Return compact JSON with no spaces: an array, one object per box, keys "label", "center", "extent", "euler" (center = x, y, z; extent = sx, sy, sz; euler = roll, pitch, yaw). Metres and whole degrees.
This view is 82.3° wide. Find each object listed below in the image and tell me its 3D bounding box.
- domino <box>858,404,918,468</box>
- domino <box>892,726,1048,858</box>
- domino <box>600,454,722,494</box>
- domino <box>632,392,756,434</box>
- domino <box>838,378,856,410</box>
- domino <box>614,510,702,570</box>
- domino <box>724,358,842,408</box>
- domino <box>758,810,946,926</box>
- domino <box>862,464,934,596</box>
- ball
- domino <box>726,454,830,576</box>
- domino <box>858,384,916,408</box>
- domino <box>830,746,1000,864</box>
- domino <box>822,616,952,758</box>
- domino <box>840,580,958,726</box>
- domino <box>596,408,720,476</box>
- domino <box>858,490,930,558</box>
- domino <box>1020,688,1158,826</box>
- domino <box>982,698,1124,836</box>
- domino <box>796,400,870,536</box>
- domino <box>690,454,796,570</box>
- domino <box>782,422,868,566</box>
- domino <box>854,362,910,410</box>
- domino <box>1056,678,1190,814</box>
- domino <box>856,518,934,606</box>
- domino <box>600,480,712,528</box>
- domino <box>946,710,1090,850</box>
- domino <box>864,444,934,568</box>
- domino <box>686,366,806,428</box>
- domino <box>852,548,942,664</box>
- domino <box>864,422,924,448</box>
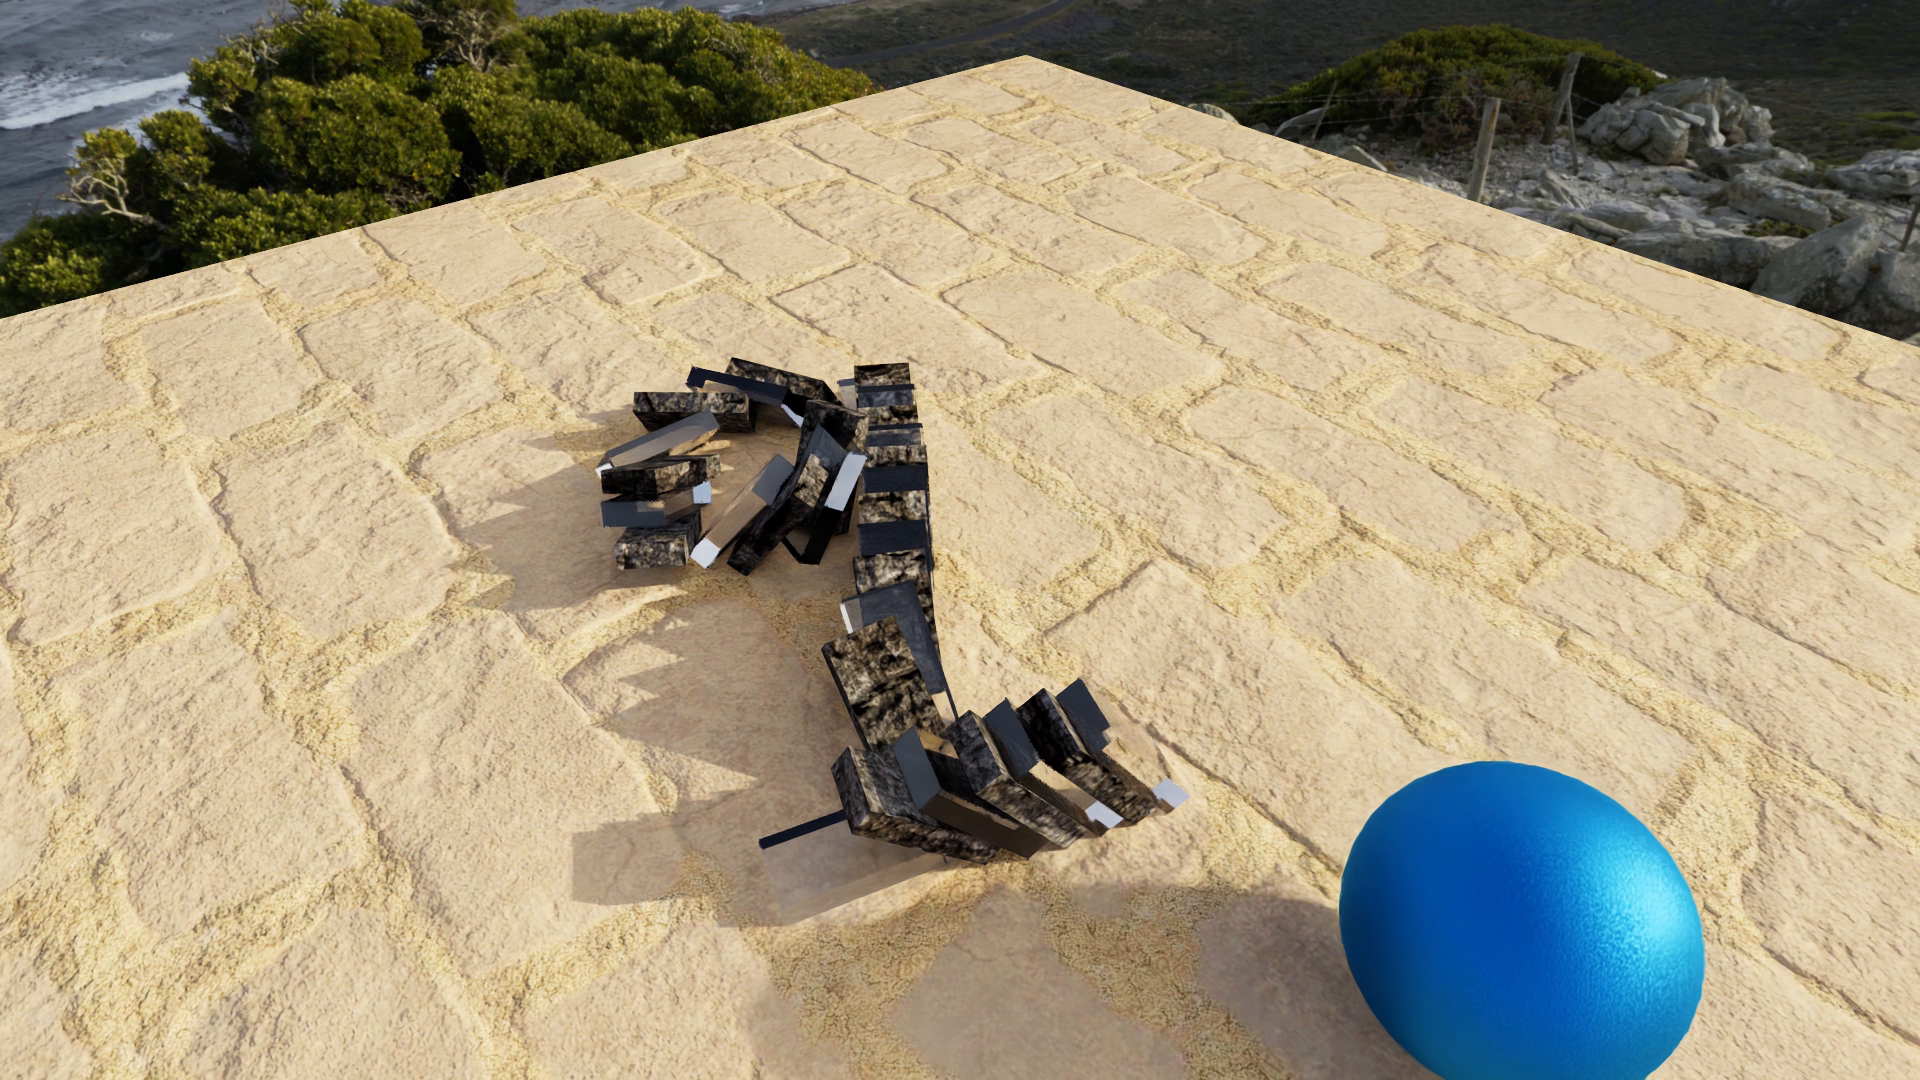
[{"label":"domino","center":[-0.028,-0.032,0.462],"extent":[0.025,0.010,0.050],"euler":[-5,72,-6]},{"label":"domino","center":[0.004,0.075,0.325],"extent":[0.009,0.050,0.025],"euler":[-45,40,13]},{"label":"domino","center":[-0.123,-0.028,0.457],"extent":[0.025,0.009,0.050],"euler":[0,11,18]},{"label":"domino","center":[-0.120,-0.058,0.501],"extent":[0.050,0.025,0.010],"euler":[1,75,1]},{"label":"domino","center":[-0.041,-0.060,0.517],"extent":[0.025,0.009,0.050],"euler":[-9,40,-11]},{"label":"domino","center":[-0.117,-0.001,0.429],"extent":[0.025,0.010,0.050],"euler":[-4,16,-5]},{"label":"domino","center":[-0.083,-0.071,0.517],"extent":[0.050,0.025,0.010],"euler":[17,77,19]},{"label":"domino","center":[-0.032,0.094,0.329],"extent":[0.050,0.009,0.025],"euler":[-16,42,-18]},{"label":"domino","center":[-0.024,-0.003,0.424],"extent":[0.025,0.009,0.050],"euler":[-3,76,-5]},{"label":"ball","center":[0.136,0.095,0.271],"extent":[0.080,0.080,0.080],"euler":[0,39,0]},{"label":"domino","center":[-0.070,-0.009,0.426],"extent":[0.009,0.050,0.025],"euler":[36,39,-18]},{"label":"domino","center":[-0.030,-0.043,0.477],"extent":[0.025,0.010,0.050],"euler":[-4,70,-5]},{"label":"domino","center":[-0.012,0.078,0.324],"extent":[0.050,0.010,0.025],"euler":[24,23,-35]},{"label":"domino","center":[-0.023,0.053,0.357],"extent":[0.025,0.010,0.050],"euler":[-22,79,-20]},{"label":"domino","center":[-0.021,0.041,0.371],"extent":[0.025,0.009,0.050],"euler":[-16,78,-16]},{"label":"domino","center":[-0.132,-0.040,0.481],"extent":[0.050,0.025,0.010],"euler":[-30,92,-31]},{"label":"domino","center":[-0.024,0.007,0.411],"extent":[0.025,0.010,0.050],"euler":[-3,76,-5]},{"label":"domino","center":[0.039,0.066,0.334],"extent":[0.009,0.050,0.025],"euler":[-40,43,9]},{"label":"domino","center":[0.028,0.069,0.331],"extent":[0.010,0.050,0.025],"euler":[-40,43,9]},{"label":"domino","center":[-0.054,-0.030,0.448],"extent":[0.025,0.050,0.009],"euler":[19,16,23]},{"label":"domino","center":[-0.085,-0.011,0.429],"extent":[0.009,0.050,0.025],"euler":[41,40,-14]},{"label":"domino","center":[-0.056,-0.018,0.435],"extent":[0.009,0.050,0.025],"euler":[7,28,-42]},{"label":"domino","center":[-0.033,-0.055,0.492],"extent":[0.025,0.009,0.050],"euler":[-4,69,-5]},{"label":"domino","center":[0.050,0.064,0.337],"extent":[0.010,0.050,0.025],"euler":[-40,43,9]},{"label":"domino","center":[-0.023,0.019,0.399],"extent":[0.025,0.009,0.050],"euler":[-4,76,-5]},{"label":"domino","center":[-0.121,-0.015,0.442],"extent":[0.025,0.010,0.050],"euler":[-1,12,8]},{"label":"domino","center":[0.017,0.072,0.327],"extent":[0.009,0.050,0.025],"euler":[-40,43,9]},{"label":"domino","center":[-0.024,-0.012,0.436],"extent":[0.025,0.009,0.050],"euler":[-3,76,-5]},{"label":"domino","center":[-0.099,-0.066,0.512],"extent":[0.050,0.025,0.010],"euler":[14,76,16]},{"label":"domino","center":[-0.022,0.030,0.385],"extent":[0.025,0.010,0.050],"euler":[-7,76,-9]},{"label":"domino","center":[-0.026,-0.022,0.448],"extent":[0.025,0.009,0.050],"euler":[-4,76,-5]}]
